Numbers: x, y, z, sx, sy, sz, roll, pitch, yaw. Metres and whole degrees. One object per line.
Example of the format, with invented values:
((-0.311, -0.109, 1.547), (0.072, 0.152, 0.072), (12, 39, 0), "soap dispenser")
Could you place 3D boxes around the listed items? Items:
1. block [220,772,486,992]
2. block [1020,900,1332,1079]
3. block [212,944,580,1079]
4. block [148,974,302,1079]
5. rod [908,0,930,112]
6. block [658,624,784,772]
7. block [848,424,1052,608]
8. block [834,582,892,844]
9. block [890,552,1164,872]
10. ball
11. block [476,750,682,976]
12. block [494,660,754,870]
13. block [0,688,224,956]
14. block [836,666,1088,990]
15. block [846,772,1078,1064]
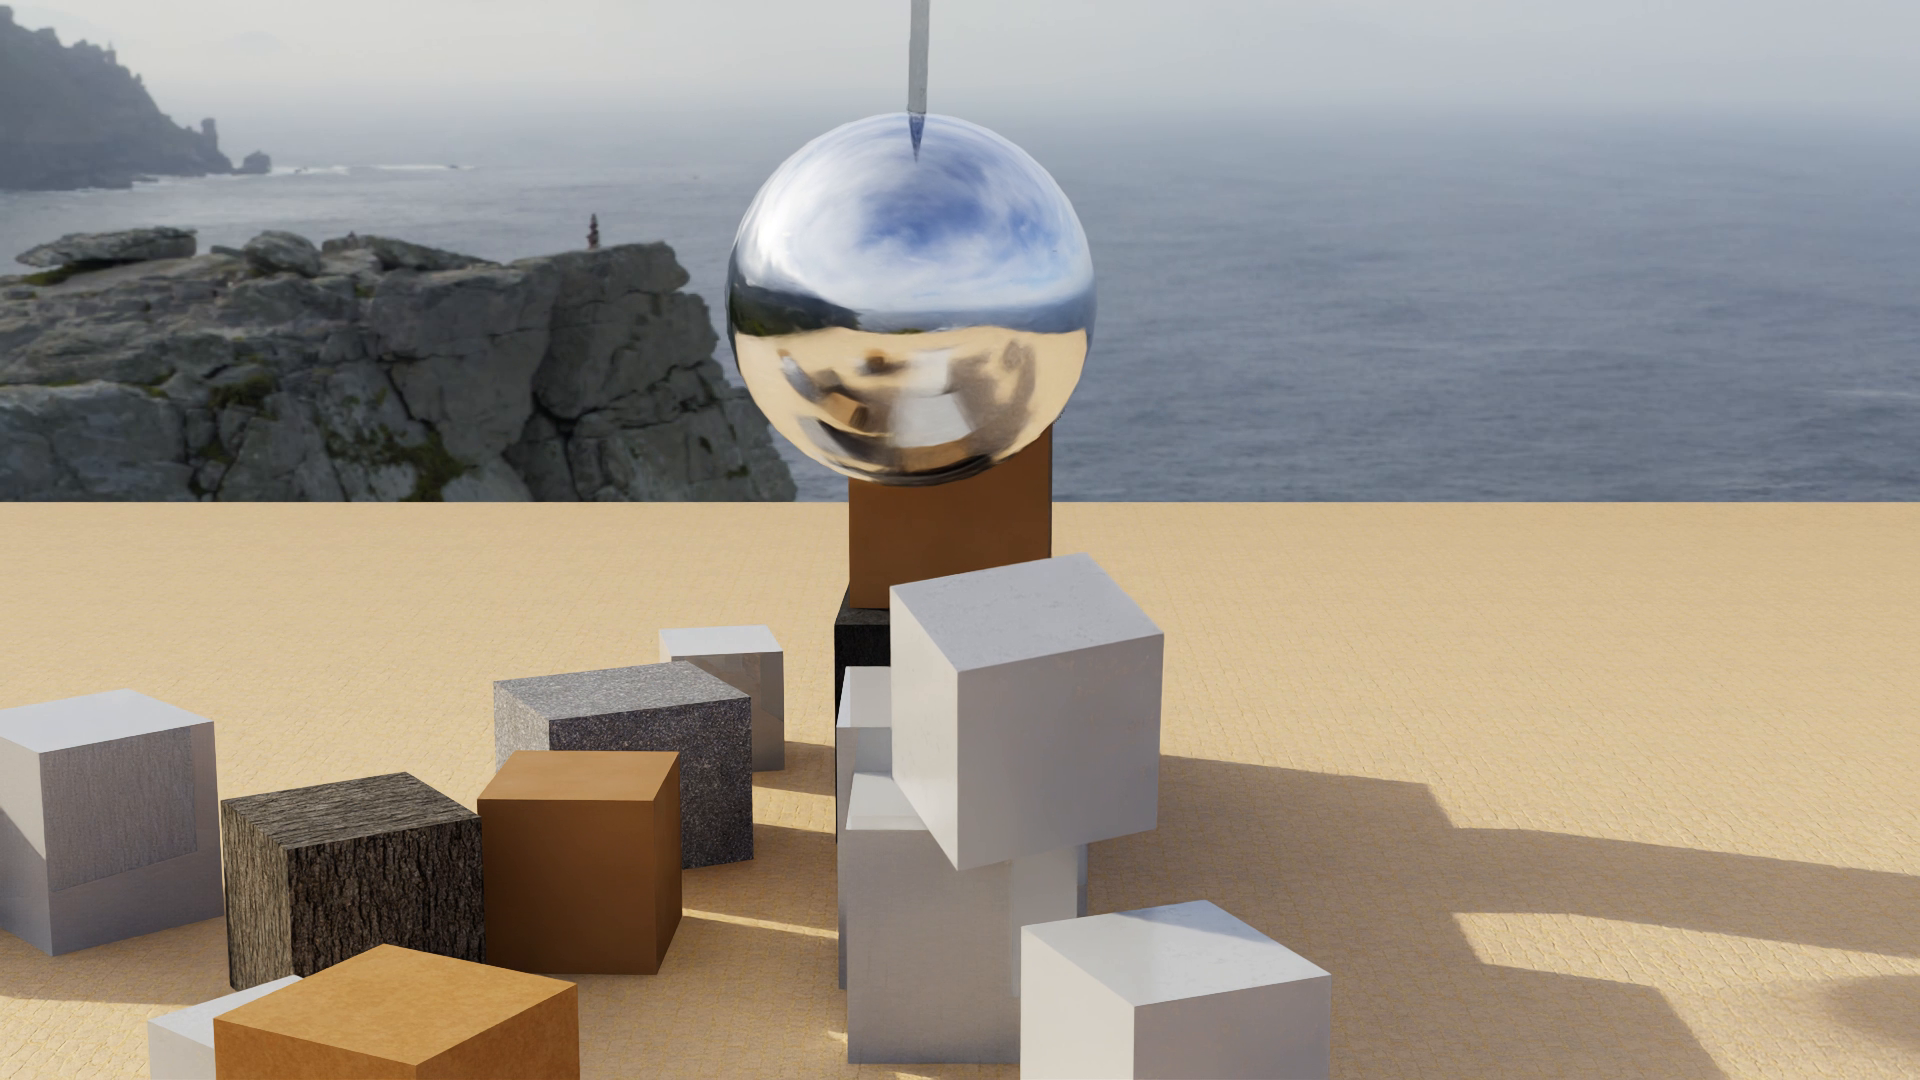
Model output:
((-2.324, 1.390, 9.828), (0.750, 0.749, 0.766), (-7, 12, -33), "block")
((0.677, 1.676, 8.256), (0.690, 0.748, 0.803), (-4, 11, -23), "block")
((-1.656, 1.757, 7.638), (0.753, 0.810, 0.736), (6, 12, 28), "block")
((-2.174, 1.789, 8.202), (0.593, 0.546, 0.551), (9, 13, 40), "block")
((-0.091, -4.369, 10.386), (0.080, 5.200, 0.080), (2, 10, 0), "rod")
((-1.239, 0.822, 13.302), (0.568, 0.623, 0.650), (-2, 11, -12), "block")
((-0.029, -0.248, 12.361), (0.927, 0.997, 0.904), (1, 10, 3), "block")
((-0.020, 0.808, 12.232), (1.080, 1.034, 0.988), (0, 10, 2), "block")
((0.224, 0.591, 9.048), (0.753, 0.785, 0.662), (-10, 28, -19), "block")
((-0.209, -1.025, 10.994), (1.600, 1.600, 1.600), (0, 10, 0), "ball")
((-1.530, 1.299, 10.431), (0.691, 0.713, 0.732), (0, 10, 2), "block")
((-1.539, 1.047, 11.691), (0.941, 0.757, 0.812), (-5, 12, -27), "block")
((-3.655, 1.164, 10.795), (0.752, 0.846, 0.797), (-10, 14, -42), "block")
((0.006, 1.138, 10.377), (0.962, 1.048, 1.019), (0, 10, 0), "block")
((0.005, 1.384, 9.514), (0.819, 0.873, 0.760), (0, 10, 0), "block")
